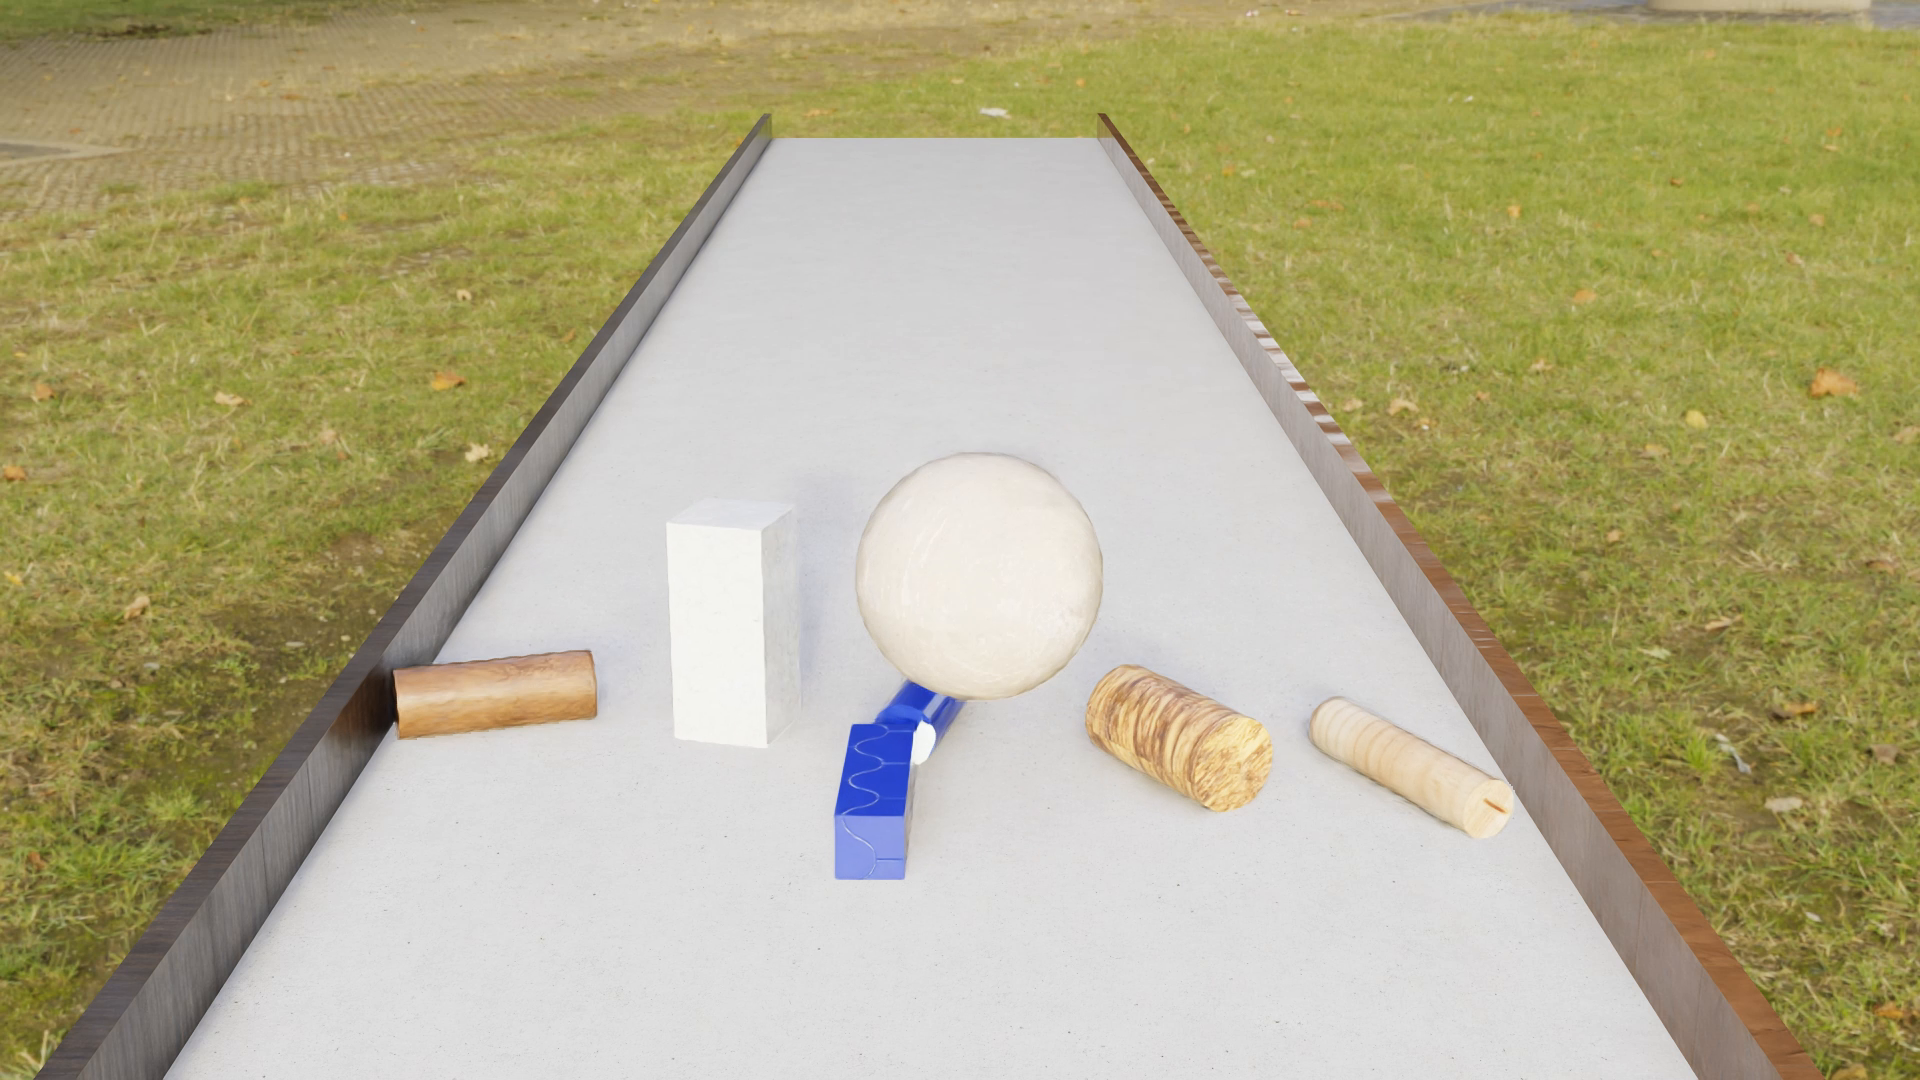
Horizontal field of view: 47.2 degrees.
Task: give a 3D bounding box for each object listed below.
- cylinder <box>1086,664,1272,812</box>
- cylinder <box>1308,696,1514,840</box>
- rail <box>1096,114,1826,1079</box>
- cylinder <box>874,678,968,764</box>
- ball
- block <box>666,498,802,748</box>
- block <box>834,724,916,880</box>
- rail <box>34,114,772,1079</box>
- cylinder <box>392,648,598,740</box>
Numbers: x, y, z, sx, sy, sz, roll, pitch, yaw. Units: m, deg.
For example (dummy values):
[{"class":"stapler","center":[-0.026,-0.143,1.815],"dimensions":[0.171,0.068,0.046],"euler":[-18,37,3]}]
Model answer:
[{"class":"cylinder","center":[0.375,0.338,3.797],"dimensions":[0.167,0.167,0.311],"euler":[-10,19,-31]},{"class":"cylinder","center":[0.763,0.384,3.757],"dimensions":[0.102,0.102,0.430],"euler":[-8,18,-25]},{"class":"rail","center":[0.932,-0.844,7.801],"dimensions":[0.050,0.150,12.000],"euler":[0,17,-1]},{"class":"cylinder","center":[-0.062,0.301,4.009],"dimensions":[0.116,0.116,0.308],"euler":[4,17,14]},{"class":"ball","center":[0.030,0.057,3.472],"dimensions":[0.394,0.394,0.394],"euler":[0,17,0]},{"class":"block","center":[-0.409,0.148,4.010],"dimensions":[0.179,0.409,0.179],"euler":[5,17,16]},{"class":"block","center":[-0.136,0.424,3.609],"dimensions":[0.109,0.109,0.386],"euler":[0,17,1]},{"class":"rail","center":[-1.118,-0.838,7.780],"dimensions":[0.050,0.150,12.000],"euler":[0,17,-1]},{"class":"cylinder","center":[-0.856,0.283,4.051],"dimensions":[0.357,0.128,0.128],"euler":[-5,17,-17]}]
